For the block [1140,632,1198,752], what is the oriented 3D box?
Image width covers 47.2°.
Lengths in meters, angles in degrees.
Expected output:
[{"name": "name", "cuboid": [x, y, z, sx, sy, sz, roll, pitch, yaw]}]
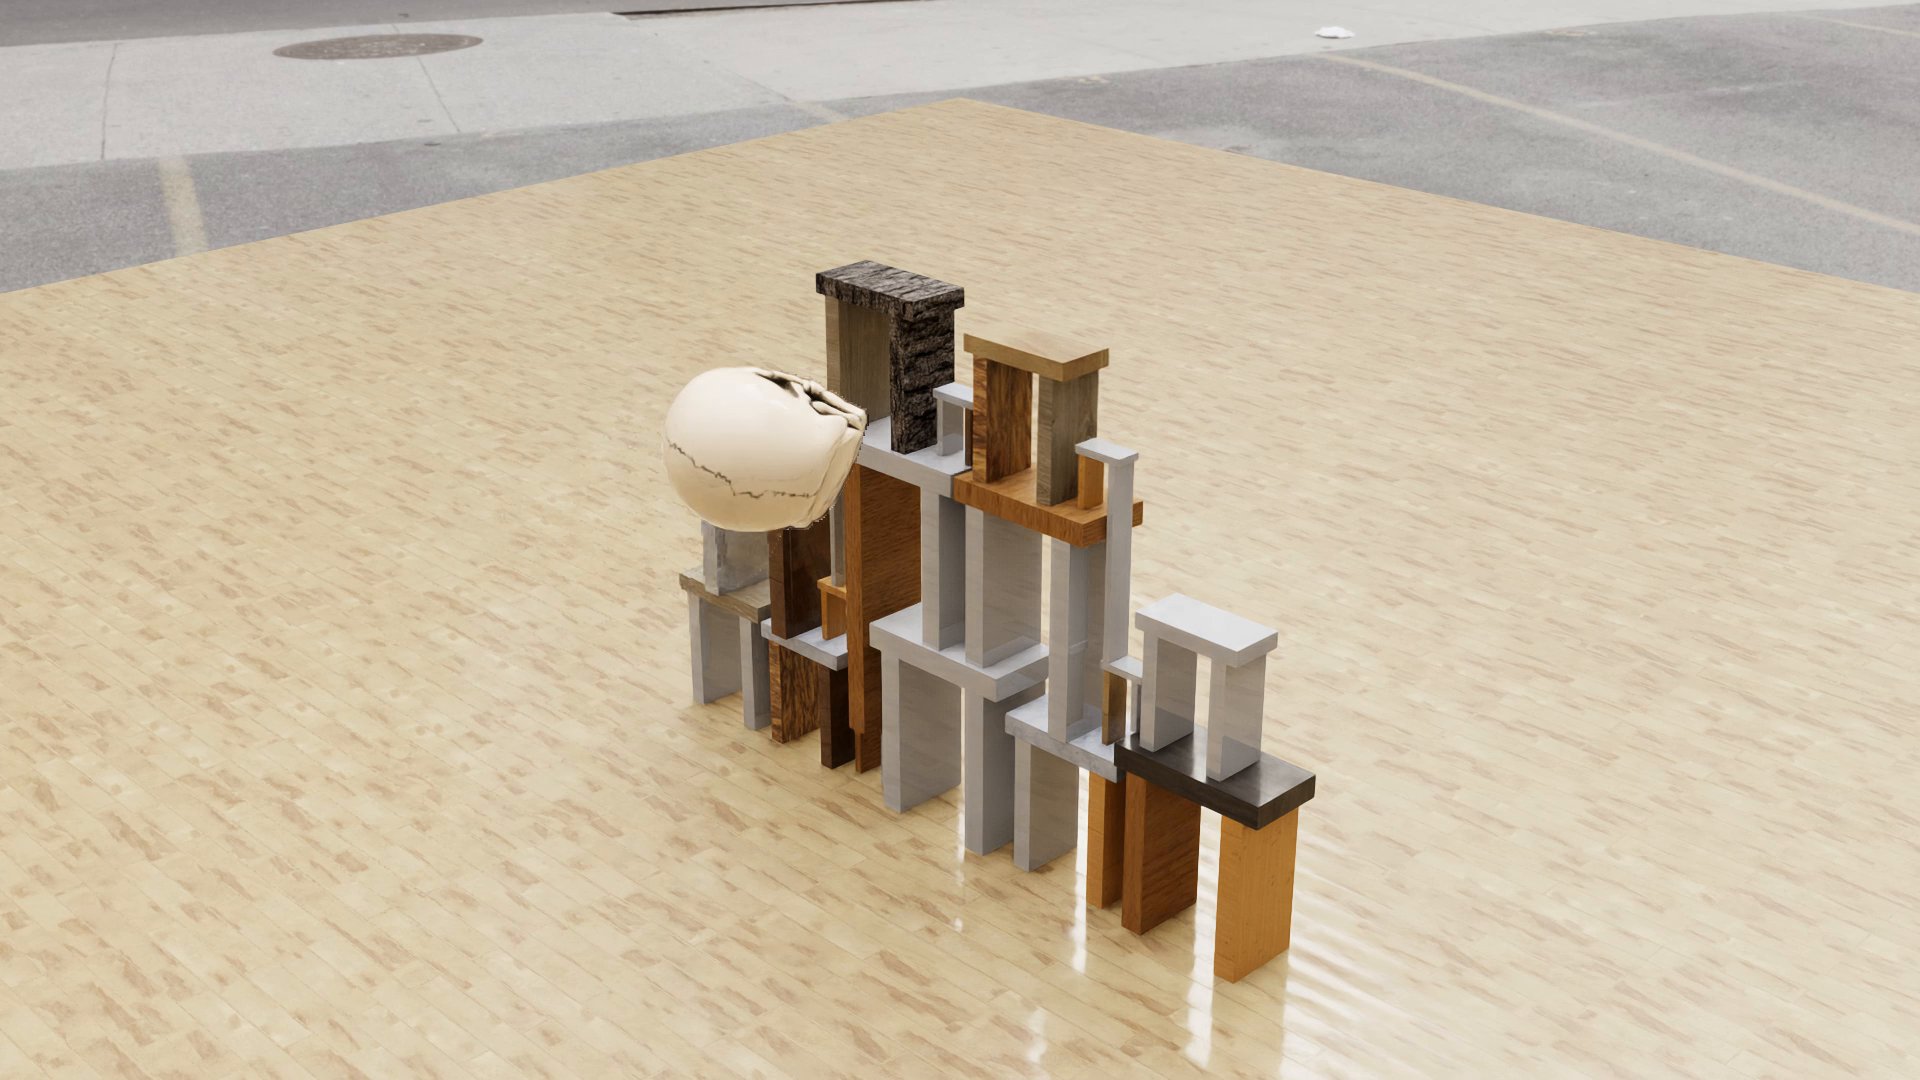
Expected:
[{"name": "block", "cuboid": [0.373, 0.254, 3.920, 0.032, 0.227, 0.113, 21, 31, 41]}]

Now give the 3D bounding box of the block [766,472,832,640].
[{"name": "block", "cuboid": [-0.320, 0.015, 4.572, 0.046, 0.357, 0.164, 21, 31, 41]}]

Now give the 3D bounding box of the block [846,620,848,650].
[{"name": "block", "cuboid": [-0.208, 0.168, 4.523, 0.016, 0.112, 0.056, 21, 31, 41]}]

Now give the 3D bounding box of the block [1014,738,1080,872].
[{"name": "block", "cuboid": [0.168, 0.488, 4.251, 0.040, 0.281, 0.140, 21, 31, 41]}]

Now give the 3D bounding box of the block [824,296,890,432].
[{"name": "block", "cuboid": [-0.197, -0.357, 4.284, 0.038, 0.268, 0.134, 21, 31, 41]}]

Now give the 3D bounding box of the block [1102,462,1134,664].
[{"name": "block", "cuboid": [0.283, 0.039, 3.931, 0.052, 0.384, 0.015, -21, 31, -40]}]

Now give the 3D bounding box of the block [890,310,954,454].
[{"name": "block", "cuboid": [-0.071, -0.308, 4.168, 0.038, 0.268, 0.134, 21, 31, 41]}]

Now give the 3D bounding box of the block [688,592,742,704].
[{"name": "block", "cuboid": [-0.537, 0.222, 4.899, 0.037, 0.265, 0.132, 21, 31, 41]}]

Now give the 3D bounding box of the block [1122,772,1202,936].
[{"name": "block", "cuboid": [0.373, 0.549, 4.049, 0.046, 0.326, 0.163, 21, 31, 41]}]

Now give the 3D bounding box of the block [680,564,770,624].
[{"name": "block", "cuboid": [-0.474, 0.107, 4.783, 0.265, 0.037, 0.132, 21, 31, 41]}]

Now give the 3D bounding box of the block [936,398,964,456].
[{"name": "block", "cuboid": [-0.018, -0.219, 4.158, 0.016, 0.113, 0.056, 21, 31, 41]}]

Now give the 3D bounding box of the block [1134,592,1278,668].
[{"name": "block", "cuboid": [0.427, 0.155, 3.820, 0.227, 0.032, 0.113, 21, 31, 41]}]

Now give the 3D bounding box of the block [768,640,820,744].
[{"name": "block", "cuboid": [-0.351, 0.308, 4.730, 0.034, 0.238, 0.119, 21, 31, 41]}]

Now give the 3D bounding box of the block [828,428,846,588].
[{"name": "block", "cuboid": [-0.243, -0.080, 4.453, 0.013, 0.368, 0.046, 21, 31, 41]}]

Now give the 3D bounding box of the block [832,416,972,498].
[{"name": "block", "cuboid": [-0.076, -0.167, 4.237, 0.327, 0.046, 0.163, 21, 31, 41]}]

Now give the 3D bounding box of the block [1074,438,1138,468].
[{"name": "block", "cuboid": [0.258, -0.154, 3.875, 0.104, 0.015, 0.052, 21, 31, 40]}]

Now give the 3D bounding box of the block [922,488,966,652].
[{"name": "block", "cuboid": [0.001, 0.035, 4.239, 0.046, 0.327, 0.163, 21, 31, 41]}]

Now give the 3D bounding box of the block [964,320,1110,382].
[{"name": "block", "cuboid": [0.136, -0.341, 3.934, 0.121, 0.034, 0.242, -21, 31, -41]}]

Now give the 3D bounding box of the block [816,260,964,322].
[{"name": "block", "cuboid": [-0.134, -0.474, 4.167, 0.268, 0.038, 0.134, 21, 31, 41]}]

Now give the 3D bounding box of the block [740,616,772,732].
[{"name": "block", "cuboid": [-0.412, 0.271, 4.784, 0.037, 0.265, 0.132, 21, 31, 41]}]

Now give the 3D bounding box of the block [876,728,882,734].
[{"name": "block", "cuboid": [-0.164, 0.373, 4.556, 0.119, 0.017, 0.059, 21, 31, 41]}]

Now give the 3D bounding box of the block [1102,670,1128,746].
[{"name": "block", "cuboid": [0.284, 0.300, 4.038, 0.050, 0.152, 0.014, -21, 31, -40]}]

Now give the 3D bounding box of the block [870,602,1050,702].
[{"name": "block", "cuboid": [0.006, 0.211, 4.305, 0.349, 0.049, 0.175, 21, 31, 41]}]

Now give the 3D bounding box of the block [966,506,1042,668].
[{"name": "block", "cuboid": [0.084, 0.067, 4.168, 0.046, 0.323, 0.162, 21, 31, 41]}]

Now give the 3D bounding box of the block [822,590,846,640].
[{"name": "block", "cuboid": [-0.261, 0.148, 4.572, 0.016, 0.113, 0.056, 21, 31, 41]}]

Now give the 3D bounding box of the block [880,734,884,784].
[{"name": "block", "cuboid": [-0.136, 0.446, 4.557, 0.017, 0.119, 0.059, 21, 31, 41]}]

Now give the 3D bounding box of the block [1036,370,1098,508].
[{"name": "block", "cuboid": [0.192, -0.191, 3.936, 0.121, 0.242, 0.034, -21, 31, -41]}]

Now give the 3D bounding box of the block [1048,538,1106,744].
[{"name": "block", "cuboid": [0.236, 0.163, 4.043, 0.162, 0.401, 0.046, -21, 31, -41]}]

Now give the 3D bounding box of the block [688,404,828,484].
[{"name": "block", "cuboid": [-0.398, -0.201, 4.564, 0.328, 0.046, 0.164, 21, 31, 41]}]

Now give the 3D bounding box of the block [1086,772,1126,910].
[{"name": "block", "cuboid": [0.301, 0.540, 4.129, 0.040, 0.281, 0.140, 21, 31, 41]}]

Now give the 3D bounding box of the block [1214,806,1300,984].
[{"name": "block", "cuboid": [0.527, 0.609, 3.908, 0.046, 0.326, 0.163, 21, 31, 41]}]

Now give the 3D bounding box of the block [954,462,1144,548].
[{"name": "block", "cuboid": [0.160, -0.073, 4.026, 0.162, 0.046, 0.323, -21, 31, -41]}]

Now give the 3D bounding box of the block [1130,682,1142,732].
[{"name": "block", "cuboid": [0.331, 0.295, 3.984, 0.014, 0.101, 0.050, 21, 31, 41]}]

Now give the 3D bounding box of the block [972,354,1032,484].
[{"name": "block", "cuboid": [0.078, -0.236, 4.041, 0.121, 0.242, 0.034, -21, 31, -41]}]

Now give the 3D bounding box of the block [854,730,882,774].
[{"name": "block", "cuboid": [-0.192, 0.424, 4.608, 0.017, 0.119, 0.059, 21, 31, 41]}]

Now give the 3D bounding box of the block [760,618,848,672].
[{"name": "block", "cuboid": [-0.295, 0.205, 4.625, 0.238, 0.034, 0.119, 21, 31, 41]}]

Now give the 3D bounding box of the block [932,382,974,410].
[{"name": "block", "cuboid": [0.009, -0.268, 4.108, 0.056, 0.016, 0.112, -21, 31, -41]}]

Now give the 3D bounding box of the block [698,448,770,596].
[{"name": "block", "cuboid": [-0.475, -0.059, 4.708, 0.046, 0.328, 0.164, 21, 31, 41]}]

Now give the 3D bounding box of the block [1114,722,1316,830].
[{"name": "block", "cuboid": [0.450, 0.408, 3.906, 0.326, 0.046, 0.163, 21, 31, 41]}]

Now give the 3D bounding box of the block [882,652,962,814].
[{"name": "block", "cuboid": [-0.076, 0.363, 4.459, 0.049, 0.349, 0.175, 21, 31, 41]}]

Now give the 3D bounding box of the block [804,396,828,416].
[{"name": "block", "cuboid": [-0.265, -0.264, 4.398, 0.093, 0.013, 0.046, 21, 31, 40]}]

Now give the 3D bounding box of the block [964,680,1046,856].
[{"name": "block", "cuboid": [0.088, 0.427, 4.307, 0.049, 0.349, 0.175, 21, 31, 41]}]

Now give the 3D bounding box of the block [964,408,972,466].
[{"name": "block", "cuboid": [0.035, -0.198, 4.109, 0.016, 0.112, 0.056, 21, 31, 41]}]

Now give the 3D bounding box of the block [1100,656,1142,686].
[{"name": "block", "cuboid": [0.308, 0.233, 3.983, 0.050, 0.014, 0.101, -21, 31, -40]}]

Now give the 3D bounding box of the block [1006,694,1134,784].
[{"name": "block", "cuboid": [0.235, 0.366, 4.128, 0.140, 0.040, 0.281, -21, 31, -41]}]

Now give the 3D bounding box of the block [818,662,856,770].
[{"name": "block", "cuboid": [-0.239, 0.352, 4.626, 0.034, 0.239, 0.119, 21, 31, 41]}]

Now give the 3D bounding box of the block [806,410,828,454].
[{"name": "block", "cuboid": [-0.287, -0.224, 4.439, 0.013, 0.093, 0.046, 21, 31, 41]}]

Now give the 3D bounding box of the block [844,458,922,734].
[{"name": "block", "cuboid": [-0.153, 0.096, 4.432, 0.046, 0.590, 0.163, 21, 31, 41]}]

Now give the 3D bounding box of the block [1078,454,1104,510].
[{"name": "block", "cuboid": [0.234, -0.109, 3.921, 0.015, 0.103, 0.052, 21, 31, 41]}]

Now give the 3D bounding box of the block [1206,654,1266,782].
[{"name": "block", "cuboid": [0.480, 0.296, 3.822, 0.032, 0.227, 0.113, 21, 31, 41]}]

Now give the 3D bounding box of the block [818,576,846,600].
[{"name": "block", "cuboid": [-0.235, 0.099, 4.522, 0.113, 0.016, 0.056, 21, 31, 41]}]
